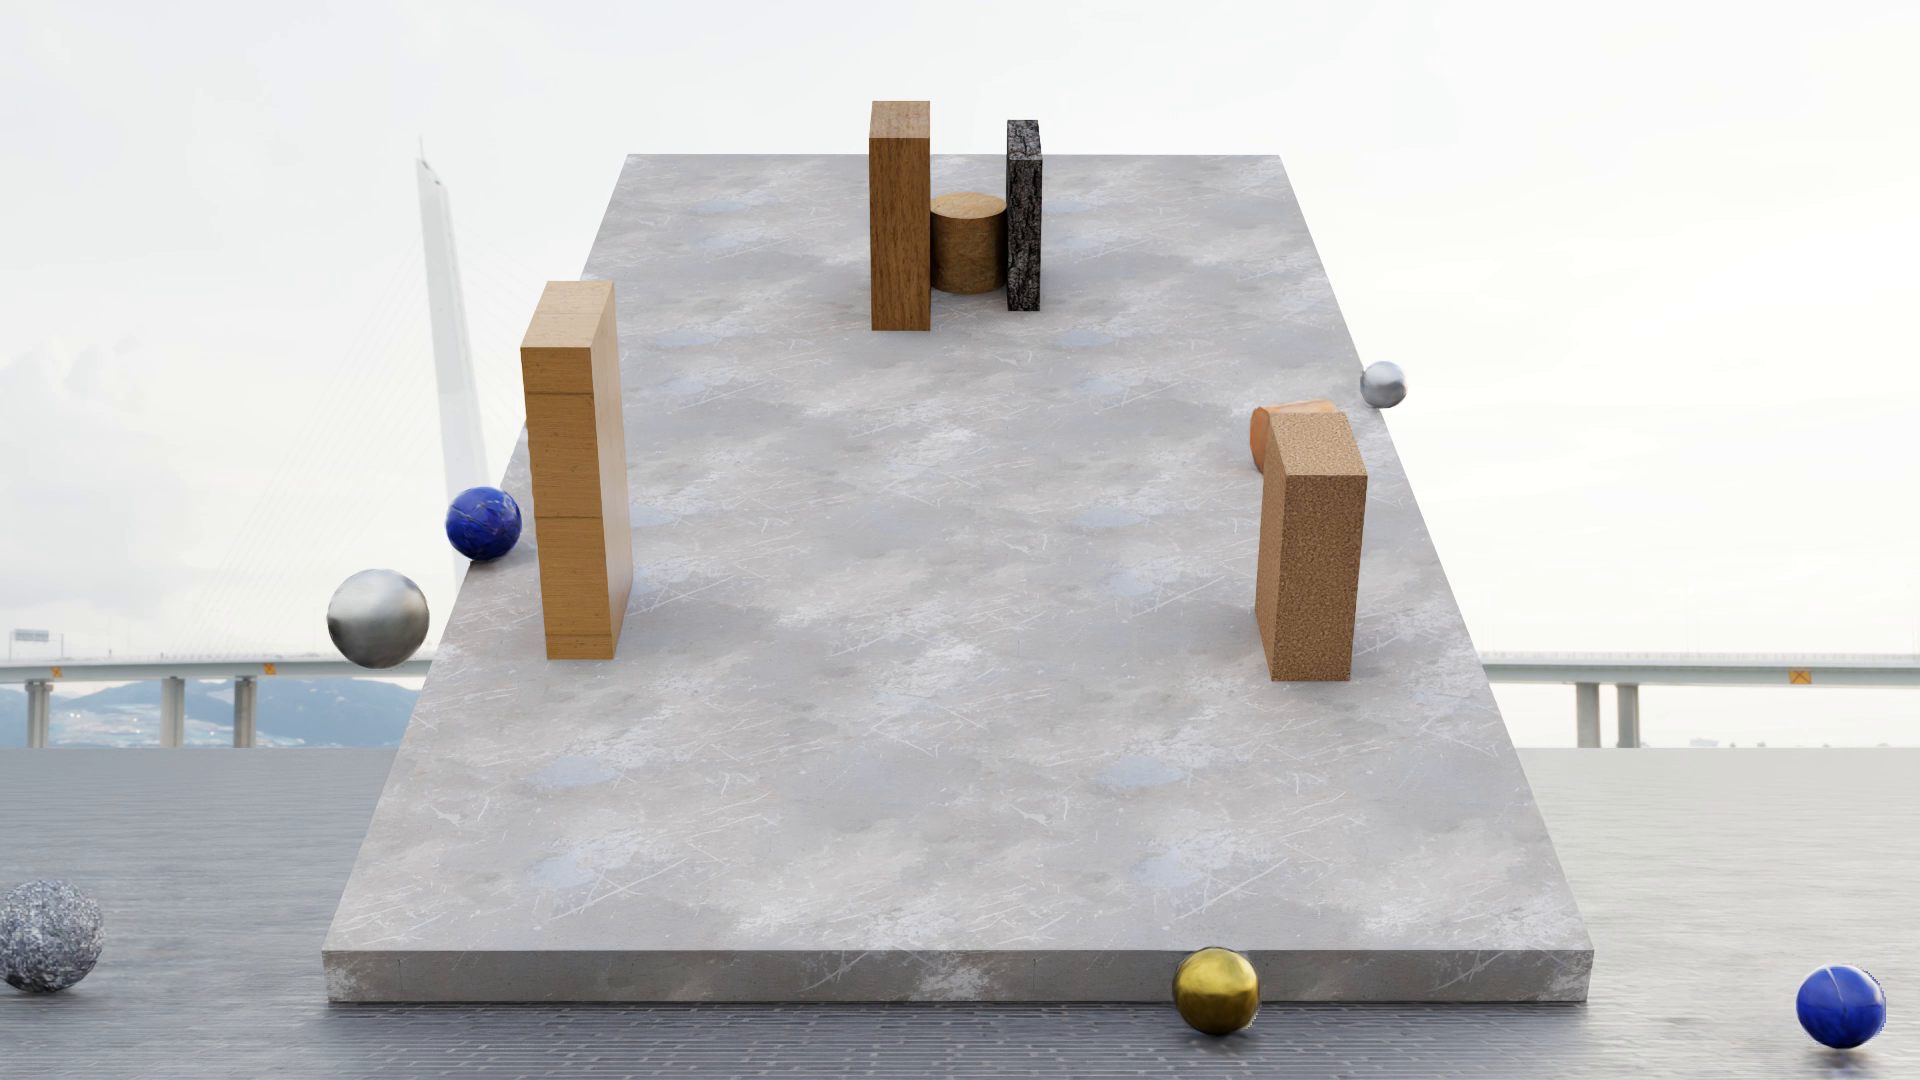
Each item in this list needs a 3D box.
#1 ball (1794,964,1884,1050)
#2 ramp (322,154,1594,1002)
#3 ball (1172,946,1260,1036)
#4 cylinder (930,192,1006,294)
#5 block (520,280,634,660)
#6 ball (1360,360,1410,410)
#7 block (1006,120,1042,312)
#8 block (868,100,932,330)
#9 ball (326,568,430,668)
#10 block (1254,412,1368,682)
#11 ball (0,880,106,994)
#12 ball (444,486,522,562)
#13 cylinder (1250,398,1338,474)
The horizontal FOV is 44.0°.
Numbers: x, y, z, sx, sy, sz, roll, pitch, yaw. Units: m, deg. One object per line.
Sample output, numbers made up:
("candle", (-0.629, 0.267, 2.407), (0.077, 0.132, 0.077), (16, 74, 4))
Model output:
("ball", (1.183, 0.627, 3.193), (0.113, 0.113, 0.113), (0, -5, 0))
("ramp", (-0.011, -0.226, 5.530), (2.000, 0.100, 4.000), (0, 27, 0))
("ball", (0.360, 0.634, 3.337), (0.124, 0.124, 0.124), (0, -5, 0))
("cylinder", (0.018, -0.786, 6.281), (0.209, 0.209, 0.209), (0, 27, 0))
("block", (-0.725, -0.133, 4.533), (0.126, 0.644, 0.330), (0, 27, 0))
("ball", (0.995, -0.364, 5.570), (0.115, 0.115, 0.115), (0, -5, 0))
("block", (0.165, -0.849, 6.191), (0.083, 0.406, 0.338), (0, 27, 0))
("block", (-0.150, -0.826, 6.035), (0.148, 0.505, 0.313), (0, 27, 0))
("ball", (-1.135, 0.153, 4.633), (0.197, 0.197, 0.197), (0, -5, 0))
("block", (0.660, 0.011, 4.493), (0.146, 0.430, 0.278), (0, 27, 0))
("ball", (-1.503, 0.651, 3.901), (0.185, 0.185, 0.185), (0, -5, 0))
("ball", (-0.978, -0.035, 4.872), (0.157, 0.157, 0.157), (0, -5, 0))
("cylinder", (0.744, -0.227, 5.254), (0.157, 0.157, 0.157), (-9, -2, -15))
